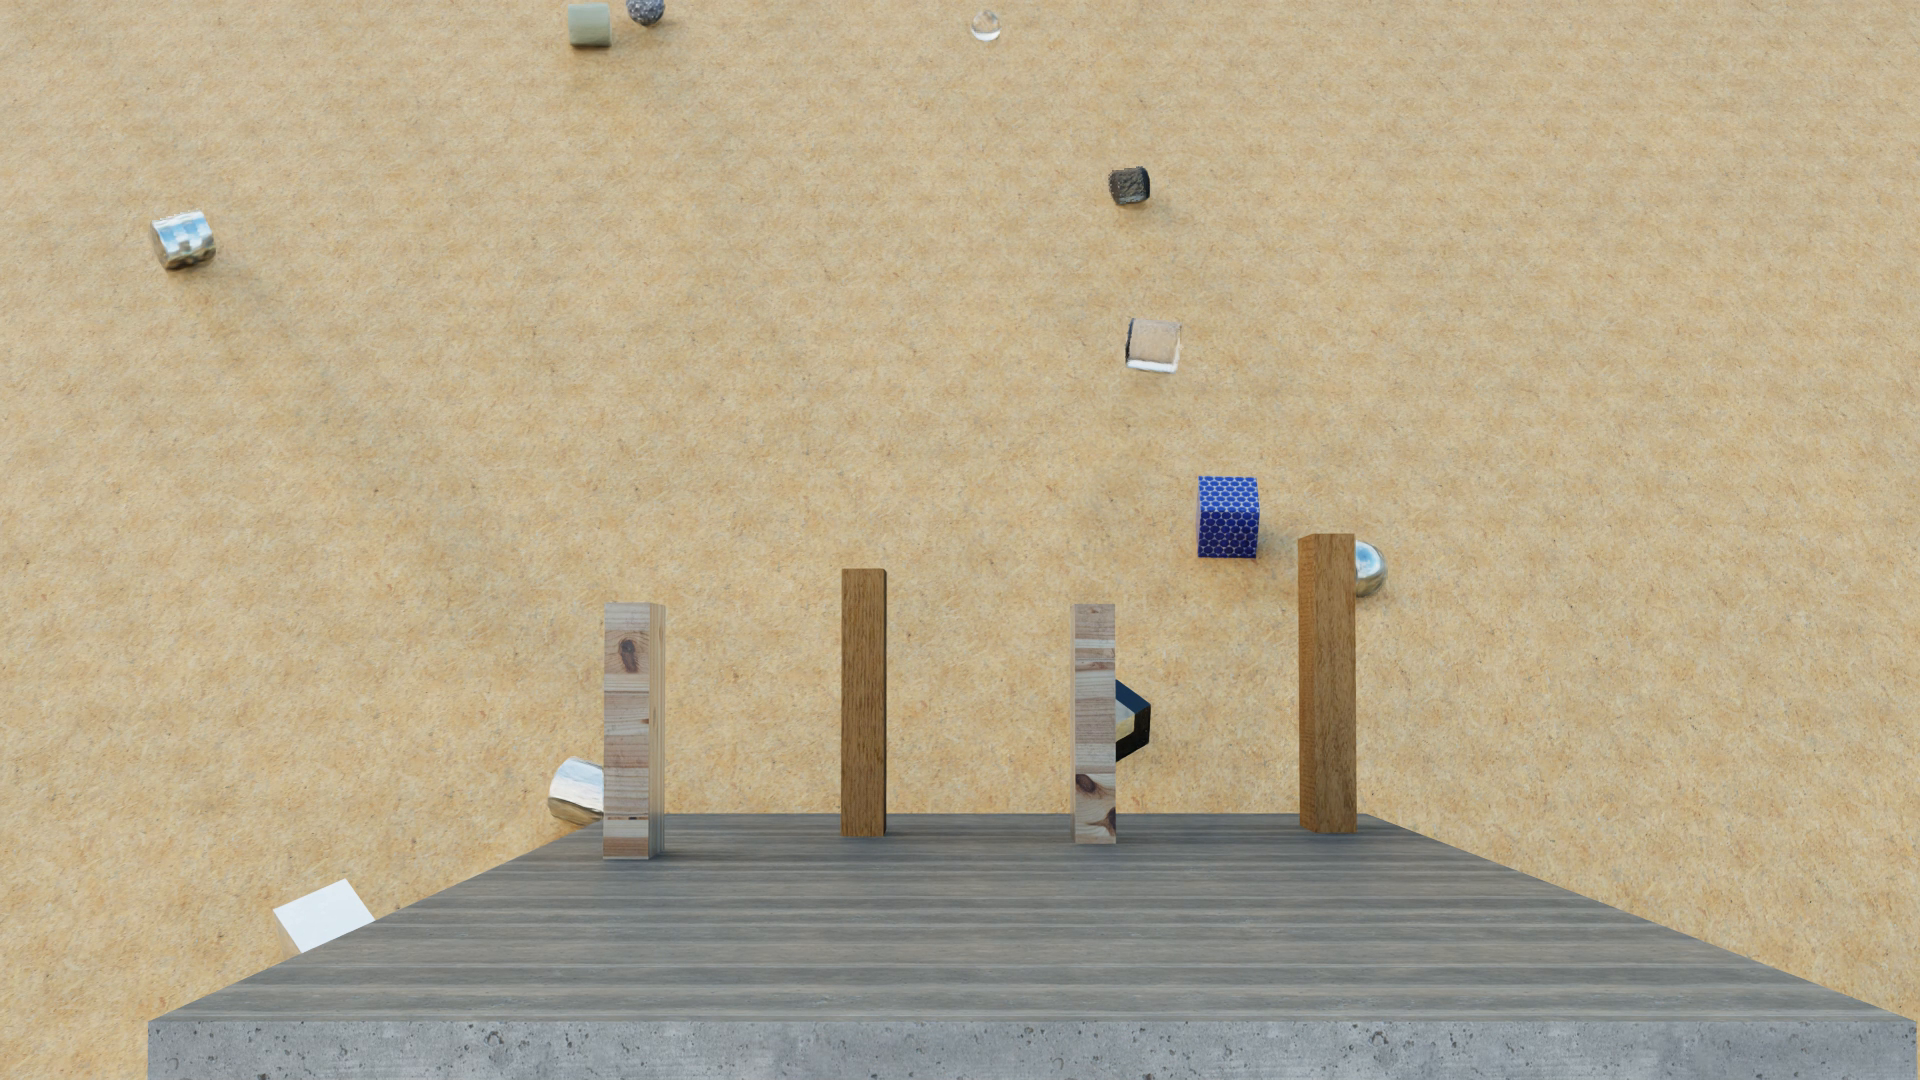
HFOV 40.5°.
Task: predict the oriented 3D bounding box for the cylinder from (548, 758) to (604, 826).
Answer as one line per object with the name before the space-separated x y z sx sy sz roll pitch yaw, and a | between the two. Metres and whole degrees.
cylinder | -0.989 0.687 6.983 0.167 0.167 0.167 15 40 19

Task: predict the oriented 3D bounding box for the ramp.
ramp | 0.082 0.687 4.938 2.000 0.100 4.000 0 -3 0

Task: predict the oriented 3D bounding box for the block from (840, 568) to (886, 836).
block | -0.227 0.382 6.172 0.098 0.621 0.267 0 -3 0

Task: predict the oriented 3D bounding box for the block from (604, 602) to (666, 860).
block | -0.686 0.399 5.495 0.093 0.527 0.292 0 -3 0

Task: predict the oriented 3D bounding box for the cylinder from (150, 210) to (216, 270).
cylinder | -2.776 -1.069 9.288 0.174 0.174 0.174 -22 42 -26

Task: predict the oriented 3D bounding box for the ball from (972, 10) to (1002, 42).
ball | 0.108 -2.116 10.708 0.125 0.125 0.125 0 37 0

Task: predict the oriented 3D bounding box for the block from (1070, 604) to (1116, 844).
block | 0.302 0.415 5.941 0.090 0.534 0.274 0 -3 0

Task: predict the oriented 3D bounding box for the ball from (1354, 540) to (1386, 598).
ball | 1.187 0.086 7.771 0.169 0.169 0.169 0 37 0

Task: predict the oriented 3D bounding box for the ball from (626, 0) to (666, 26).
ball | -1.307 -2.222 10.818 0.160 0.160 0.160 0 37 0

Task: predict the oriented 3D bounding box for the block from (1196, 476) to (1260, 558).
block | 0.818 -0.070 7.969 0.178 0.178 0.178 1 37 2

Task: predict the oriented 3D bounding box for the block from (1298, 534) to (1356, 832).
block | 0.889 0.345 6.309 0.098 0.709 0.288 0 -3 0

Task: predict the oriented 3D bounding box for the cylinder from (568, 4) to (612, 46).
cylinder | -1.517 -2.111 10.667 0.166 0.166 0.166 -3 37 -4

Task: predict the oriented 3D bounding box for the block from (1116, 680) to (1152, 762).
block | 0.428 0.506 7.241 0.143 0.143 0.143 -27 45 -31

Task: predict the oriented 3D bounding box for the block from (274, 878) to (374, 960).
block | -1.578 1.015 6.528 0.194 0.194 0.194 -23 43 -27

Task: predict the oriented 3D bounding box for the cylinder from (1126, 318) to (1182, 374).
cylinder | 0.651 -0.652 8.747 0.165 0.165 0.165 8 38 10
